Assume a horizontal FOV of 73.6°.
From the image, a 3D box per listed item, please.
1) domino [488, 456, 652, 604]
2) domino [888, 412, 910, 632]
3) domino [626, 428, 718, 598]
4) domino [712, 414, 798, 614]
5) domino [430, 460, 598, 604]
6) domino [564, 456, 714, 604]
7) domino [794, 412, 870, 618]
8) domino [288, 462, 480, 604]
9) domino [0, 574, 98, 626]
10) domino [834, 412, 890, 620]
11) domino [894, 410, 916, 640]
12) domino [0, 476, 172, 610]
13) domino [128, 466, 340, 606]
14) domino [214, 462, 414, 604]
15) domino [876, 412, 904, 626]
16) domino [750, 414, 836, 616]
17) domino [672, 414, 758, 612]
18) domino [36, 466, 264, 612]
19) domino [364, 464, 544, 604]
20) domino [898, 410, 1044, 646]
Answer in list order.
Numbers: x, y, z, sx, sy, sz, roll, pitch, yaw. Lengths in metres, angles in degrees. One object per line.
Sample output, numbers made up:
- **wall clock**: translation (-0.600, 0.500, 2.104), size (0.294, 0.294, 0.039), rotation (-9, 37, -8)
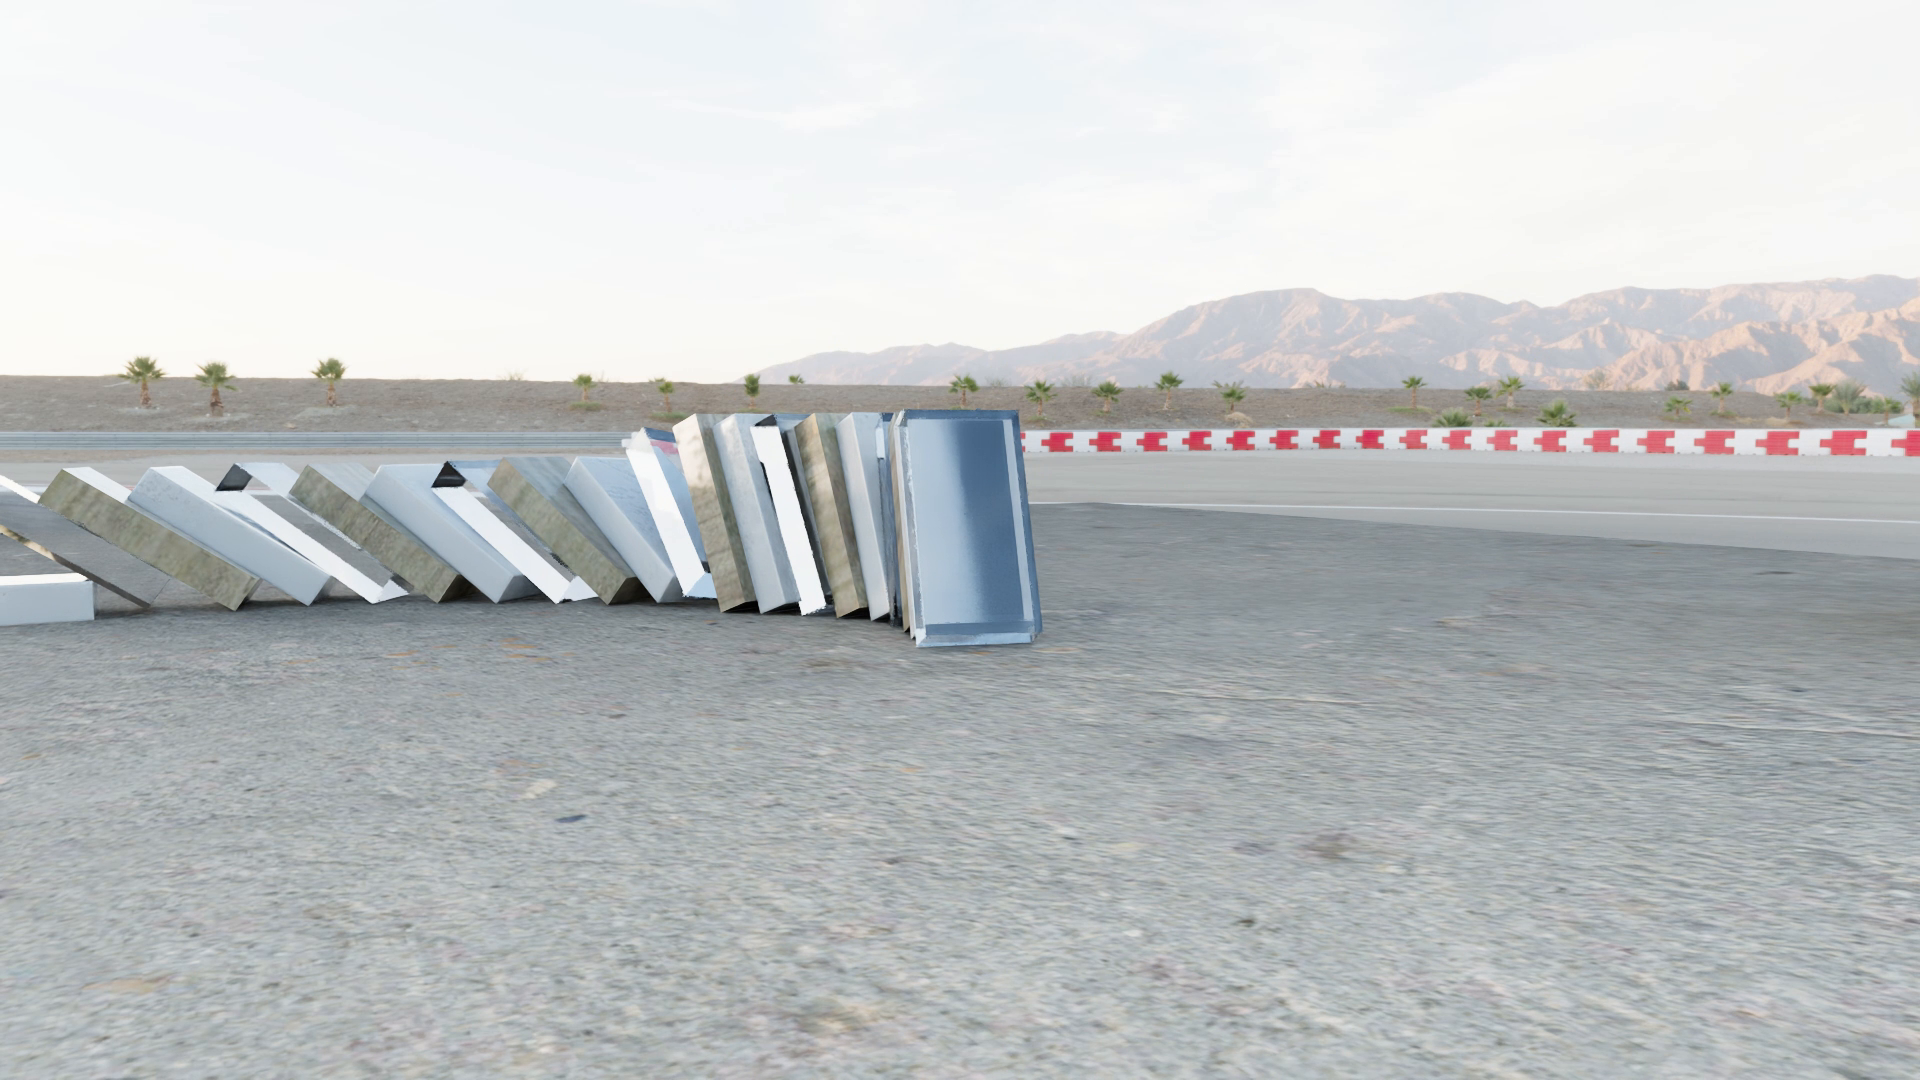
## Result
- **domino**: translation (-0.104, -0.003, 0.354), size (0.050, 0.009, 0.025), rotation (42, 17, 14)
- **domino**: translation (-0.002, -0.005, 0.296), size (0.025, 0.050, 0.010), rotation (-1, -18, -14)
- **domino**: translation (-0.070, -0.007, 0.347), size (0.025, 0.050, 0.009), rotation (8, -45, -49)
- **domino**: translation (-0.046, -0.007, 0.332), size (0.009, 0.050, 0.025), rotation (-23, -11, 37)
- **domino**: translation (-0.120, -0.003, 0.357), size (0.050, 0.009, 0.025), rotation (39, 15, 11)
- **domino**: translation (-0.085, -0.004, 0.354), size (0.050, 0.010, 0.025), rotation (46, 25, 26)
- **domino**: translation (-0.024, -0.007, 0.323), size (0.025, 0.050, 0.010), rotation (-4, -15, -42)
- **domino**: translation (-0.156, -0.003, 0.355), size (0.050, 0.010, 0.025), rotation (36, 6, 1)
- **domino**: translation (-0.237, 0.015, 0.307), size (0.050, 0.010, 0.025), rotation (-3, 5, -31)
- **domino**: translation (-0.013, -0.006, 0.317), size (0.025, 0.050, 0.010), rotation (-3, -16, -34)
- **domino**: translation (0.000, -0.004, 0.285), size (0.025, 0.050, 0.010), rotation (-1, -18, -14)
- **domino**: translation (-0.222, -0.001, 0.317), size (0.050, 0.010, 0.025), rotation (37, -16, -25)
- **domino**: translation (-0.191, -0.001, 0.342), size (0.050, 0.009, 0.025), rotation (35, -5, -15)
- **domino**: translation (-0.174, -0.003, 0.351), size (0.050, 0.010, 0.025), rotation (36, 2, -3)
- **domino**: translation (-0.005, -0.005, 0.305), size (0.025, 0.050, 0.010), rotation (-1, -18, -14)
- **domino**: translation (-0.035, -0.007, 0.329), size (0.010, 0.050, 0.025), rotation (-23, -11, 38)
- **domino**: translation (-0.056, -0.008, 0.335), size (0.010, 0.050, 0.025), rotation (-23, -10, 37)
- **domino**: translation (-0.206, 0.000, 0.330), size (0.050, 0.010, 0.025), rotation (36, -9, -20)
- **domino**: translation (-0.137, -0.003, 0.357), size (0.050, 0.010, 0.025), rotation (37, 13, 10)
- **domino**: translation (0.002, -0.003, 0.275), size (0.025, 0.050, 0.010), rotation (-1, -18, -14)
